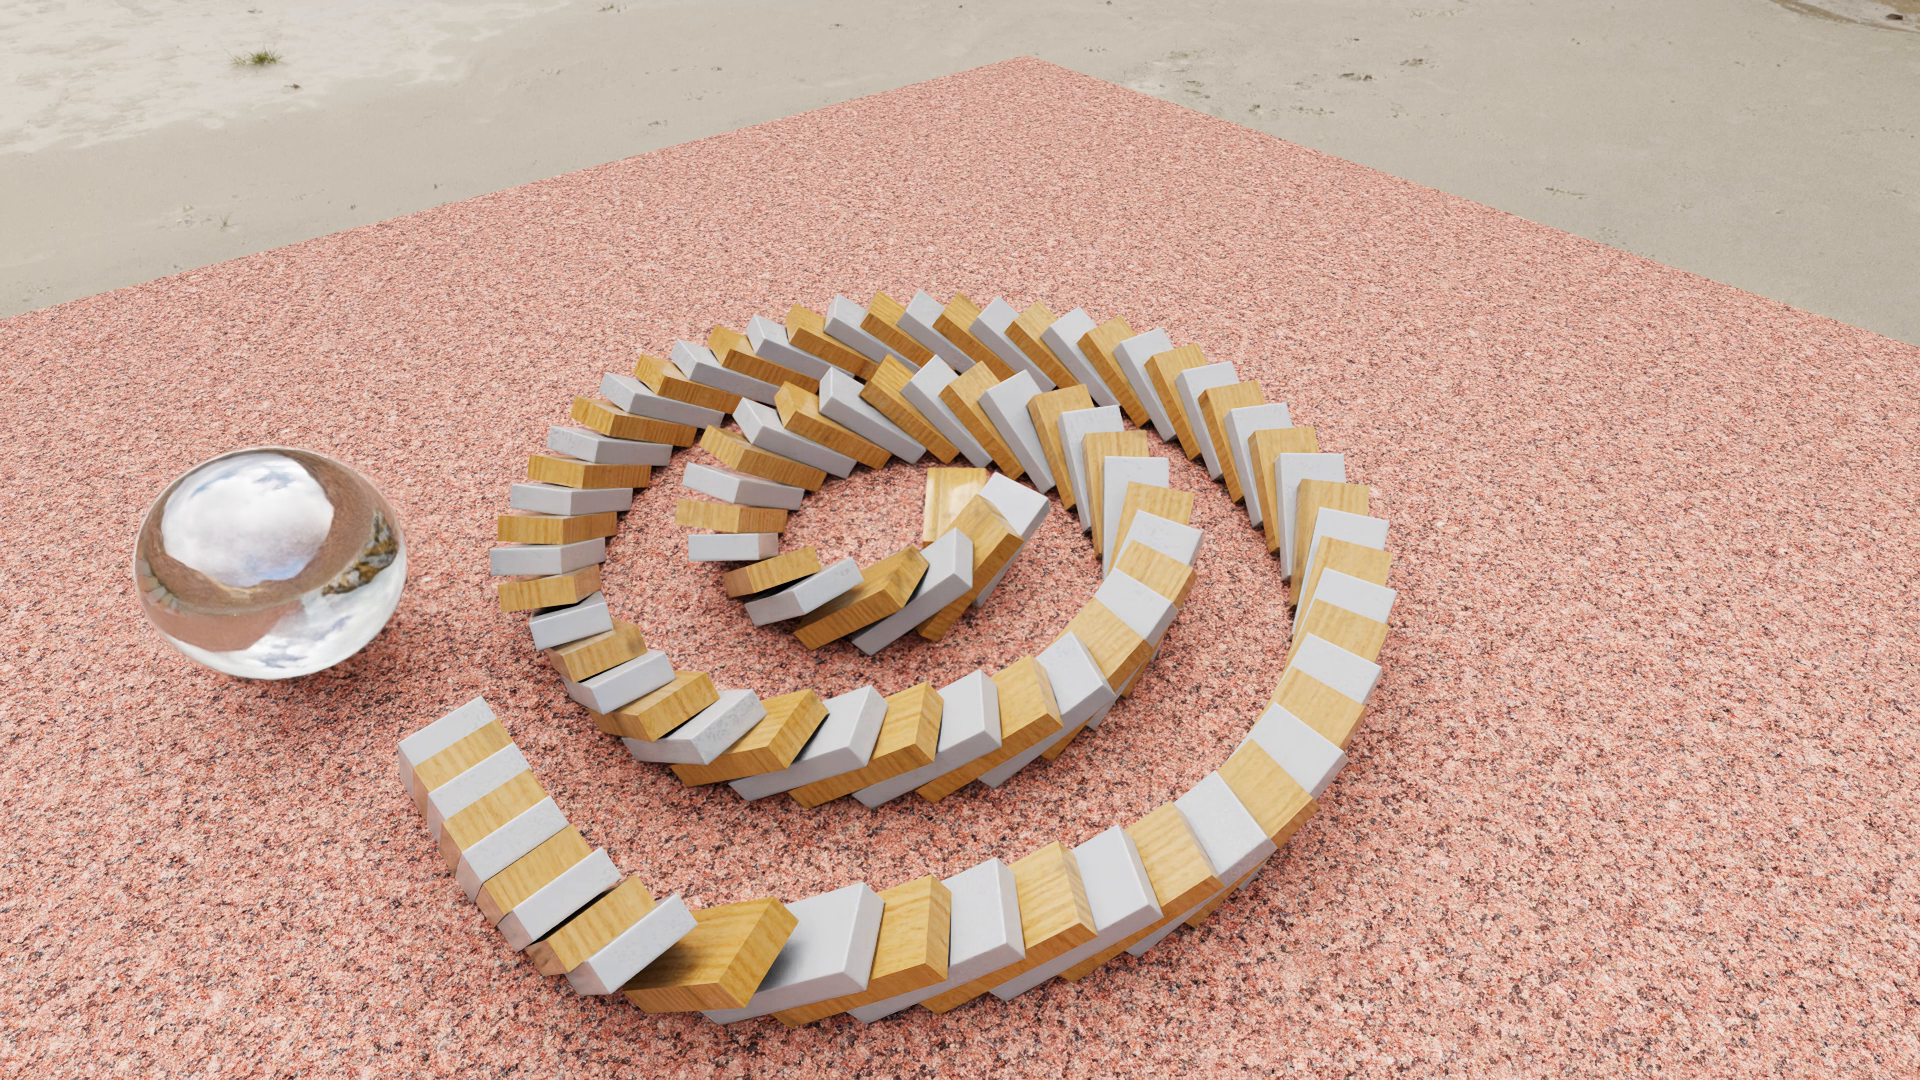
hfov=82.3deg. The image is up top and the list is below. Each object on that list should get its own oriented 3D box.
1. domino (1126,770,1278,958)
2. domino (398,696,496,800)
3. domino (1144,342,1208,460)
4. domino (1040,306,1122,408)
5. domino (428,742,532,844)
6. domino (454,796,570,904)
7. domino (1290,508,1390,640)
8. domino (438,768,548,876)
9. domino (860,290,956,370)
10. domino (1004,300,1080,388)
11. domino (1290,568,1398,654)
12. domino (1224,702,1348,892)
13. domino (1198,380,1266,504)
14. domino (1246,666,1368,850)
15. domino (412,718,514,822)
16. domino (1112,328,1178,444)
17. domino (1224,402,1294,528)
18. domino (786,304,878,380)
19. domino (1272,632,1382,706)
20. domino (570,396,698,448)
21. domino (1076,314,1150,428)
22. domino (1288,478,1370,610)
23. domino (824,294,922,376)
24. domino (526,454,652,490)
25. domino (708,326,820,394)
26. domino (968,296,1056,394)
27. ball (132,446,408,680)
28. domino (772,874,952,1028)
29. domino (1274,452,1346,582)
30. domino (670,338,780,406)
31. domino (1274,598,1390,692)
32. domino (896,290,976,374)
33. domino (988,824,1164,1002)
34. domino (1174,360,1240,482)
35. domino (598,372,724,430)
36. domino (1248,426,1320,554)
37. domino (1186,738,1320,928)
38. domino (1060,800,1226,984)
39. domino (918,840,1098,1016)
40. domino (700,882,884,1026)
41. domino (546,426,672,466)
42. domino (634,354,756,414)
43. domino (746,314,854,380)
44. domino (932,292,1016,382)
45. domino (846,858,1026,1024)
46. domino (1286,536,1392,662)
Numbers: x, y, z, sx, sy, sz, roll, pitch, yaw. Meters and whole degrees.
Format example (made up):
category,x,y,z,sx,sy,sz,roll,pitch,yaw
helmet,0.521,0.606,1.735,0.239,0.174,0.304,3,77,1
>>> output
category,x,y,z,sx,sy,sz,roll,pitch,yaw
domino,0.061,0.091,0.311,0.050,0.009,0.025,-40,45,6
domino,-0.156,0.065,0.335,0.025,0.050,0.010,-33,84,-34
domino,0.106,-0.063,0.499,0.025,0.009,0.050,-18,77,-21
domino,0.064,-0.086,0.528,0.050,0.010,0.025,49,52,2
domino,-0.141,0.076,0.322,0.025,0.050,0.010,-33,84,-34
domino,-0.126,0.087,0.308,0.025,0.050,0.010,-33,85,-34
domino,0.139,0.015,0.404,0.025,0.009,0.050,13,75,15
domino,-0.134,0.082,0.314,0.025,0.050,0.009,-33,84,-34
domino,-0.024,-0.101,0.546,0.050,0.010,0.025,32,36,-16
domino,0.047,-0.091,0.534,0.050,0.010,0.025,45,49,-1
domino,0.129,0.037,0.377,0.025,0.009,0.050,20,77,23
domino,0.090,0.076,0.329,0.050,0.010,0.025,-50,53,-3
domino,0.123,-0.043,0.475,0.025,0.010,0.050,-11,74,-14
domino,0.101,0.067,0.341,0.025,0.010,0.050,31,82,32
domino,-0.149,0.070,0.328,0.025,0.050,0.009,-33,84,-34
domino,0.094,-0.072,0.510,0.025,0.010,0.050,-23,79,-26
domino,0.130,-0.032,0.461,0.025,0.010,0.050,-8,74,-10
domino,-0.060,-0.096,0.539,0.050,0.010,0.025,22,30,-29
domino,0.112,0.058,0.352,0.025,0.010,0.050,27,80,29
domino,-0.143,-0.052,0.485,0.025,0.010,0.050,24,10,27
domino,0.080,-0.080,0.520,0.025,0.009,0.050,-31,83,-32
domino,0.141,0.003,0.419,0.025,0.010,0.050,7,74,8
domino,-0.042,-0.100,0.544,0.050,0.009,0.025,28,33,-21
domino,-0.153,-0.029,0.457,0.025,0.010,0.050,11,6,14
domino,-0.093,-0.085,0.527,0.050,0.009,0.025,16,26,-38
domino,0.030,-0.095,0.539,0.050,0.009,0.025,41,45,-5
ball,-0.235,0.008,0.378,0.080,0.080,0.080,0,39,0
domino,-0.026,0.109,0.290,0.050,0.009,0.025,-26,34,22
domino,0.139,-0.009,0.433,0.025,0.009,0.050,1,74,1
domino,-0.108,-0.078,0.518,0.050,0.010,0.025,13,24,-43
domino,0.121,0.047,0.365,0.025,0.009,0.050,22,78,25
domino,-0.006,-0.101,0.545,0.050,0.010,0.025,35,40,-11
domino,0.028,0.101,0.299,0.050,0.009,0.025,-33,40,13
domino,0.116,-0.053,0.487,0.025,0.010,0.050,-13,75,-16
domino,-0.134,-0.062,0.498,0.025,0.009,0.050,33,15,35
domino,0.135,-0.021,0.448,0.025,0.009,0.050,-4,73,-5
domino,0.076,0.085,0.319,0.050,0.010,0.025,-44,49,2
domino,0.045,0.097,0.304,0.050,0.009,0.025,-36,42,10
domino,0.010,0.104,0.296,0.050,0.010,0.025,-32,38,14
domino,-0.045,0.109,0.289,0.050,0.010,0.025,-24,31,26
domino,-0.149,-0.040,0.471,0.025,0.010,0.050,17,8,19
domino,-0.122,-0.071,0.509,0.050,0.010,0.025,11,22,-48
domino,-0.077,-0.091,0.533,0.050,0.009,0.025,18,28,-34
domino,0.012,-0.098,0.543,0.050,0.009,0.025,38,42,-8
domino,-0.008,0.107,0.293,0.050,0.009,0.025,-29,36,17
domino,0.135,0.026,0.391,0.025,0.009,0.050,16,76,18
